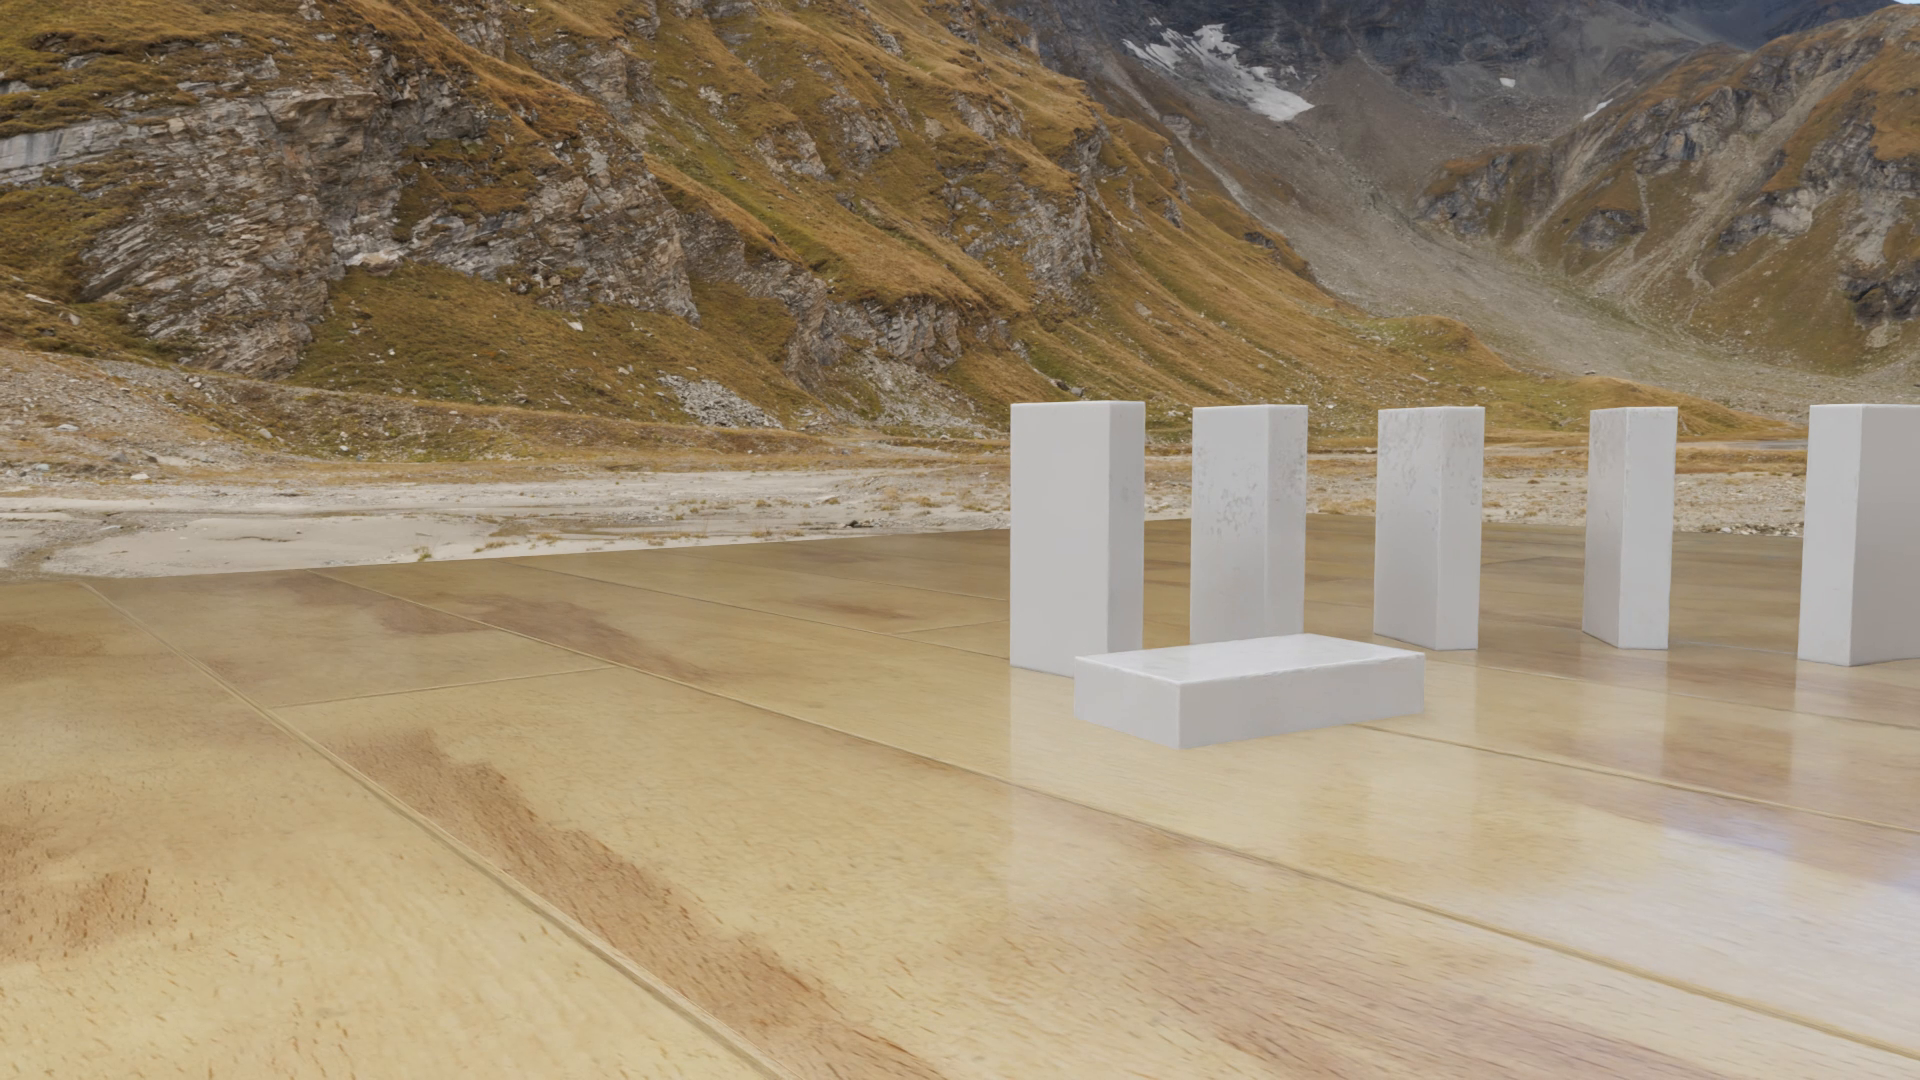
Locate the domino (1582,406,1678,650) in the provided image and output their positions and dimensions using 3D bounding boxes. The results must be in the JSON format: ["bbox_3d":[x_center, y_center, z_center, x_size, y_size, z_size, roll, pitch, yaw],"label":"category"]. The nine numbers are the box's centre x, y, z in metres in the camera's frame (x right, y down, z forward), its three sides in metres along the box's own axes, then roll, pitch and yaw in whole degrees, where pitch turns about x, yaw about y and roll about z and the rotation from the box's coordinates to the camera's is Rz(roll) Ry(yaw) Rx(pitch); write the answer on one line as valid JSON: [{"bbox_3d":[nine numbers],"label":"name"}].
[{"bbox_3d":[0.143,-0.003,0.276,0.009,0.050,0.025,1,4,10],"label":"domino"}]

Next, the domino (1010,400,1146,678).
[{"bbox_3d":[0.021,0.000,0.237,0.009,0.050,0.025,-4,6,-41],"label":"domino"}]

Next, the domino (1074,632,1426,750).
[{"bbox_3d":[0.046,0.023,0.202,0.050,0.010,0.025,-2,5,-30],"label":"domino"}]

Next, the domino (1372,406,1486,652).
[{"bbox_3d":[0.100,-0.003,0.275,0.009,0.050,0.025,-1,4,-12],"label":"domino"}]

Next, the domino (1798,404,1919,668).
[{"bbox_3d":[0.178,-0.001,0.252,0.025,0.050,0.009,-2,5,-26],"label":"domino"}]

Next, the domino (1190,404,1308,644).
[{"bbox_3d":[0.058,-0.002,0.261,0.009,0.050,0.025,-2,5,-25],"label":"domino"}]
